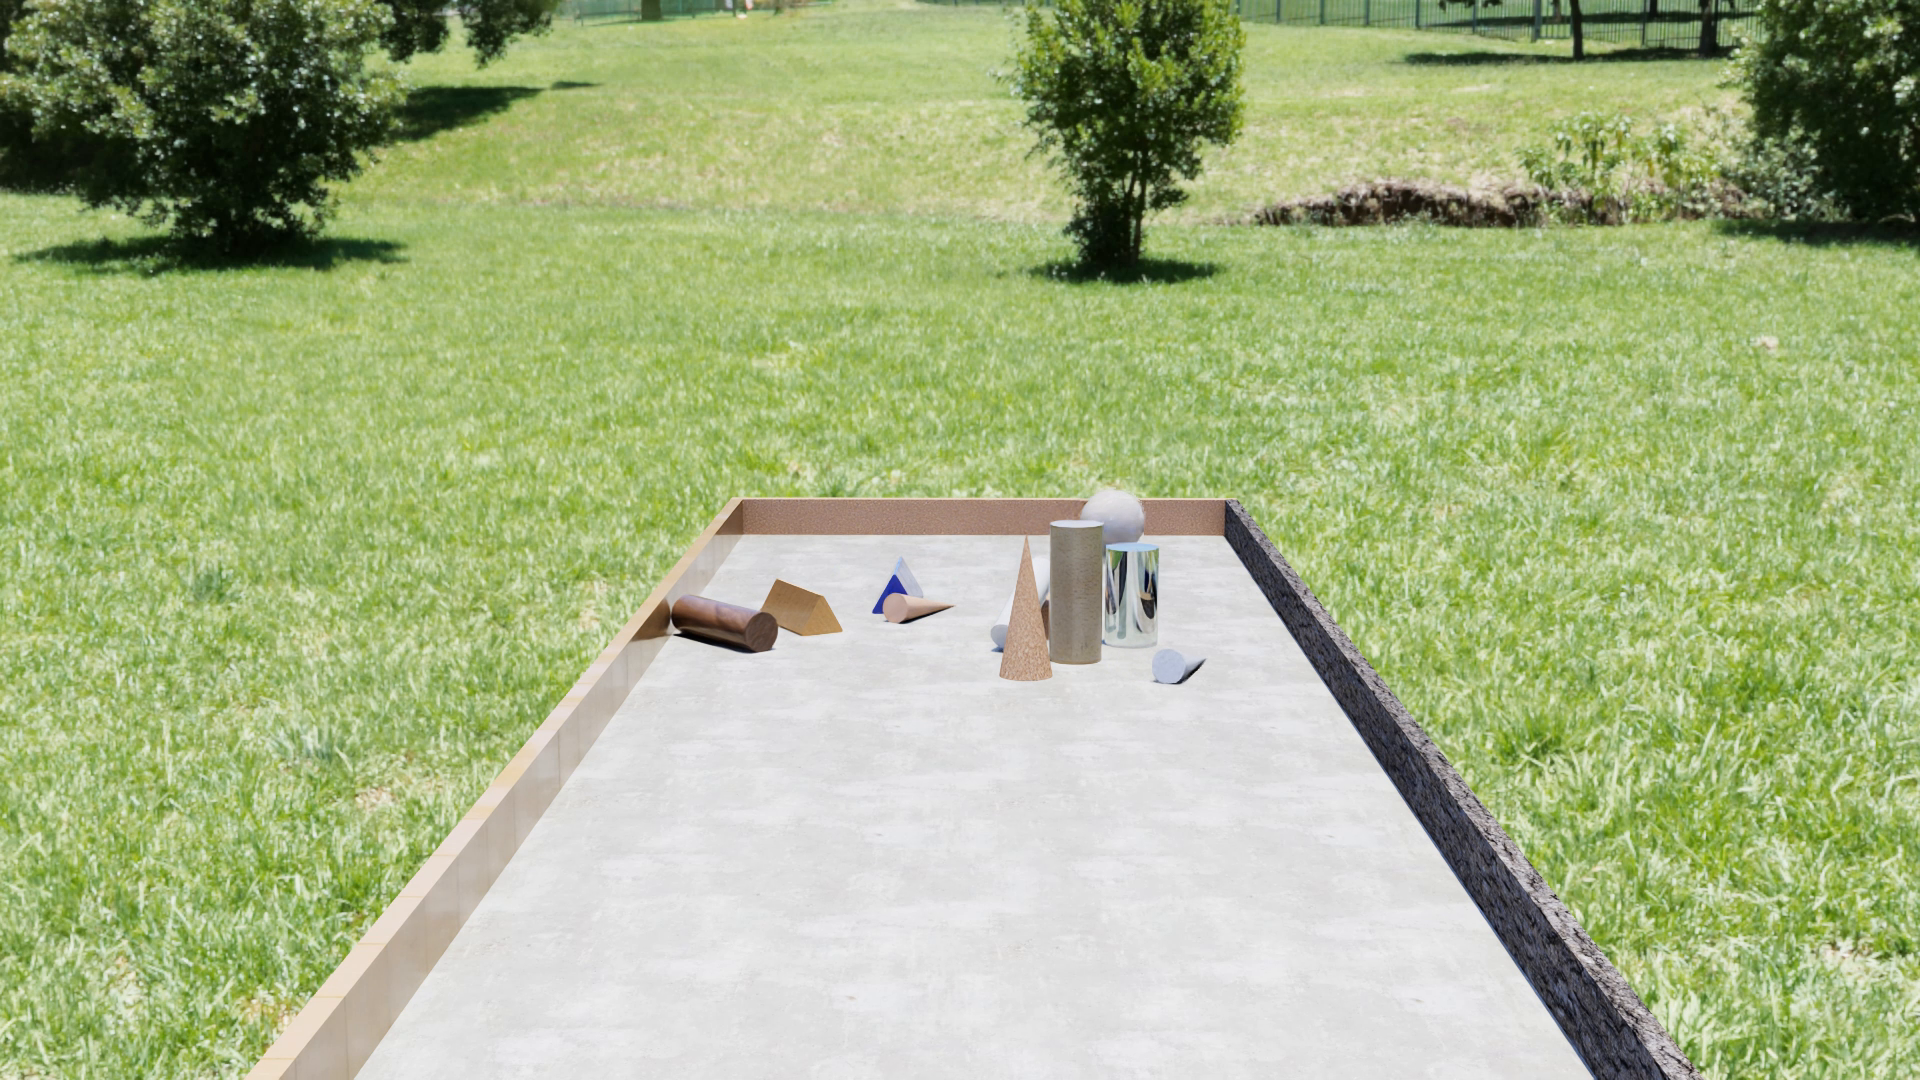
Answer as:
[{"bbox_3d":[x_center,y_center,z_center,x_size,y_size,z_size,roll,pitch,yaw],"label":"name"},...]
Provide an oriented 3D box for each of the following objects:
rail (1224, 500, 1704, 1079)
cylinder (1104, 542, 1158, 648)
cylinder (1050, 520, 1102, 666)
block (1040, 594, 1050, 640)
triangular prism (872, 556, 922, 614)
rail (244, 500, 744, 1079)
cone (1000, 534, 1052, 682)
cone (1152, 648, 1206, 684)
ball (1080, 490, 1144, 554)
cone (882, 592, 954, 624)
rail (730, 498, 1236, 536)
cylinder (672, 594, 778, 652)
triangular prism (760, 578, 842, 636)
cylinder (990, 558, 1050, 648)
[{"bbox_3d":[1.046,0.843,3.208,0.050,0.150,12.000,0,9,1],"label":"rail"},{"bbox_3d":[0.540,0.175,6.921,0.167,0.309,0.167,0,9,0],"label":"cylinder"},{"bbox_3d":[0.352,0.157,6.676,0.160,0.419,0.160,0,9,0],"label":"cylinder"},{"bbox_3d":[0.322,0.234,7.174,0.112,0.112,0.374,5,10,28],"label":"block"},{"bbox_3d":[-0.214,0.153,7.598,0.154,0.133,0.363,0,9,2],"label":"triangular prism"},{"bbox_3d":[-1.004,0.839,3.234,0.050,0.150,12.000,0,9,1],"label":"rail"},{"bbox_3d":[0.194,0.187,6.455,0.159,0.430,0.159,0,9,0],"label":"cone"},{"bbox_3d":[0.681,0.364,6.551,0.104,0.104,0.389,4,2,24],"label":"cone"},{"bbox_3d":[0.599,-0.072,8.649,0.255,0.255,0.255,0,9,0],"label":"ball"},{"bbox_3d":[-0.112,0.226,7.427,0.100,0.100,0.373,6,3,33],"label":"cone"},{"bbox_3d":[0.099,-0.098,9.147,2.100,0.150,0.050,0,9,1],"label":"rail"},{"bbox_3d":[-0.747,0.262,6.956,0.126,0.126,0.408,-8,12,-41],"label":"cylinder"},{"bbox_3d":[-0.528,0.214,7.234,0.145,0.125,0.355,-4,10,-28],"label":"triangular prism"},{"bbox_3d":[0.204,0.200,6.928,0.107,0.107,0.332,4,40,25],"label":"cylinder"}]
